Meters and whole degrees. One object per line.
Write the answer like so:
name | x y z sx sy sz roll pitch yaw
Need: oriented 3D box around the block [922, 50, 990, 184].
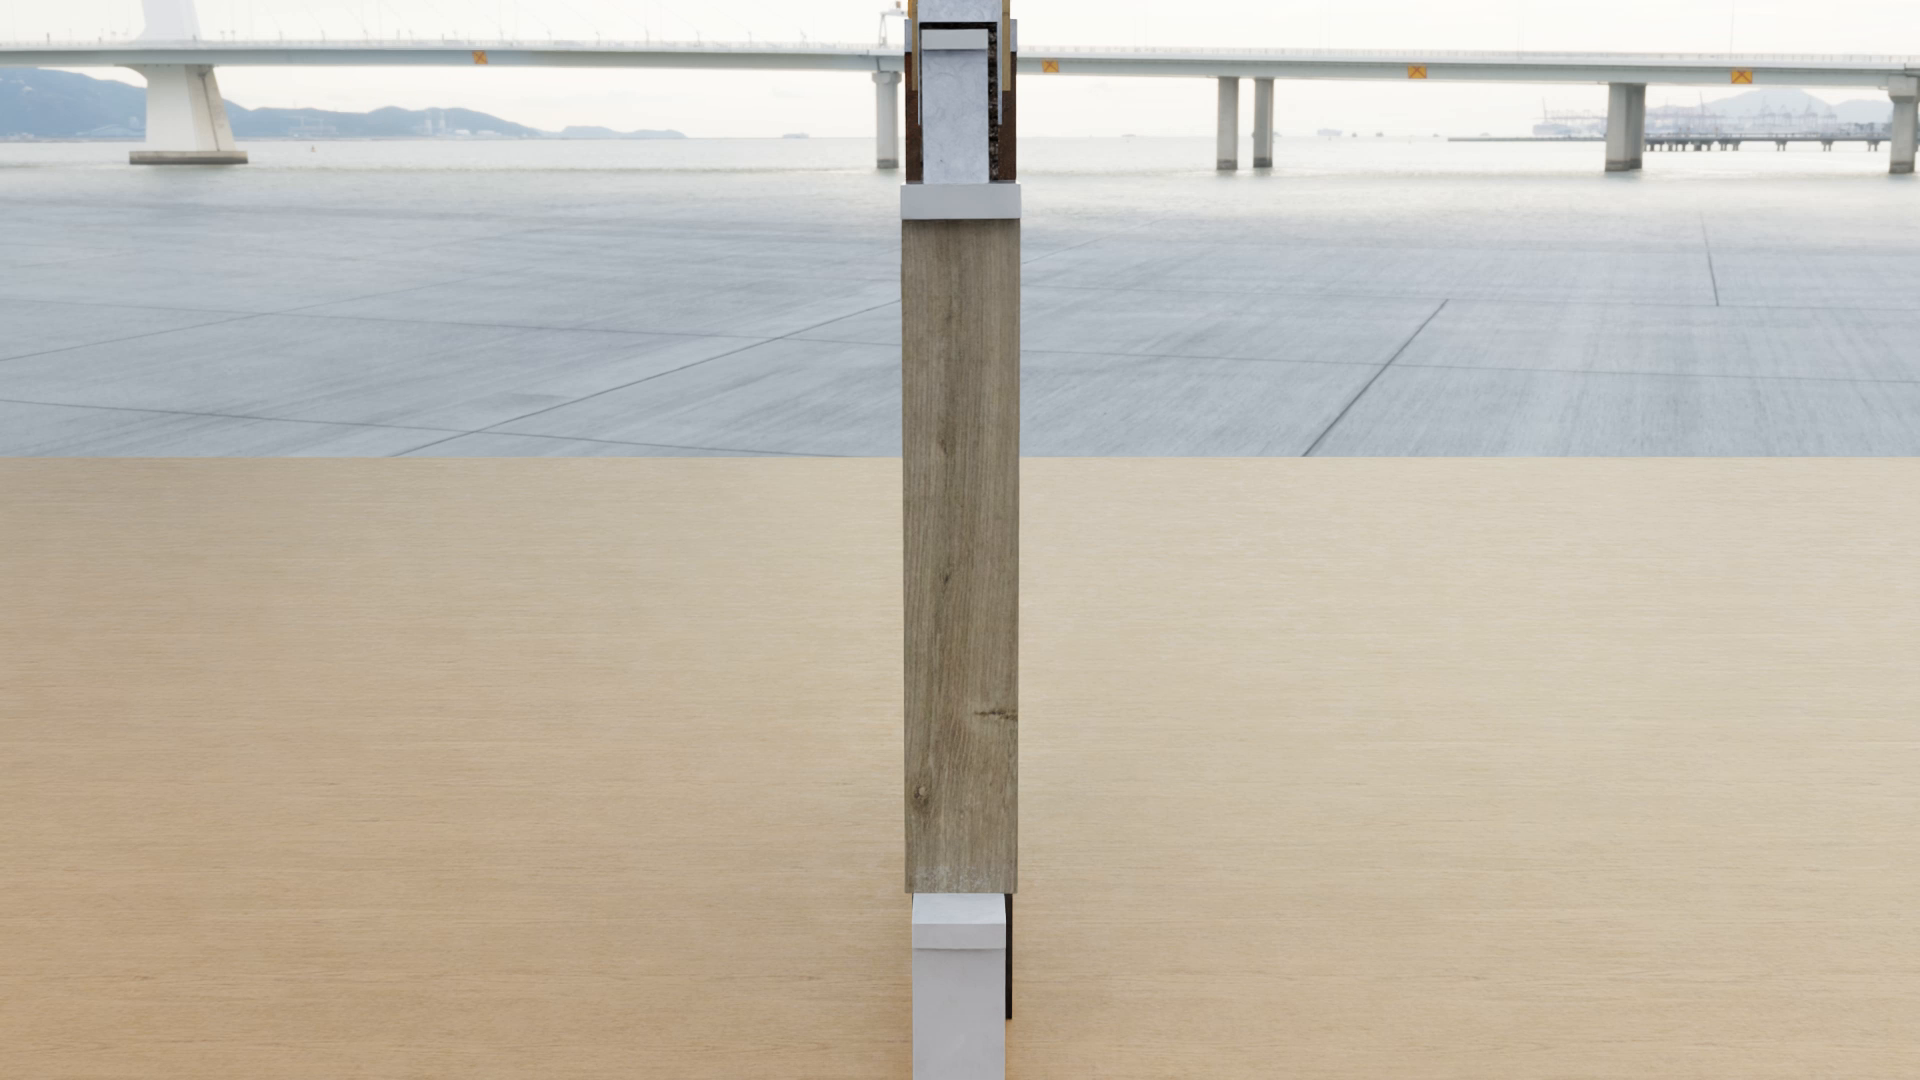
block | -0.005 -0.526 2.736 0.081 0.163 0.023 -1 10 0

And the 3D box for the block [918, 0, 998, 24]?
block | -0.003 -0.705 2.949 0.102 0.029 0.204 0 11 -1

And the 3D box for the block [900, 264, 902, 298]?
block | 0.000 -0.405 3.353 0.171 0.049 0.343 0 10 0

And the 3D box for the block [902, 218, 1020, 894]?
block | 0.001 0.029 2.818 0.148 0.874 0.042 0 11 0

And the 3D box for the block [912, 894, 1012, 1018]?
block | 0.003 0.542 3.145 0.143 0.285 0.040 0 11 0

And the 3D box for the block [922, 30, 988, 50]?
block | -0.006 -0.628 2.774 0.081 0.023 0.163 -1 10 0

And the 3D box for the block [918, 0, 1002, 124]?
block | 0.000 -0.730 3.092 0.117 0.286 0.033 0 11 0

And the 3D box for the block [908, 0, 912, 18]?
block | -0.004 -1.046 3.730 0.173 0.346 0.049 0 10 0

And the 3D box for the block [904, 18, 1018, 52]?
block | 0.000 -0.824 3.622 0.178 0.050 0.356 0 11 0

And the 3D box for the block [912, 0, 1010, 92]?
block | 0.001 -0.888 3.318 0.149 0.412 0.042 0 10 0

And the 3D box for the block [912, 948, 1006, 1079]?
block | -0.001 0.625 2.834 0.118 0.237 0.034 0 11 0

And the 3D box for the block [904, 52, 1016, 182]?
block | 0.001 -0.602 3.542 0.178 0.356 0.050 0 11 0

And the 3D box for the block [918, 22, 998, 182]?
block | -0.002 -0.577 2.902 0.102 0.204 0.029 -1 10 0

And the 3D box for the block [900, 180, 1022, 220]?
block | 0.001 -0.439 2.831 0.148 0.042 0.295 -1 10 0

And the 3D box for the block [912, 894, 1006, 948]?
block | -0.001 0.477 2.887 0.118 0.034 0.237 0 11 0
